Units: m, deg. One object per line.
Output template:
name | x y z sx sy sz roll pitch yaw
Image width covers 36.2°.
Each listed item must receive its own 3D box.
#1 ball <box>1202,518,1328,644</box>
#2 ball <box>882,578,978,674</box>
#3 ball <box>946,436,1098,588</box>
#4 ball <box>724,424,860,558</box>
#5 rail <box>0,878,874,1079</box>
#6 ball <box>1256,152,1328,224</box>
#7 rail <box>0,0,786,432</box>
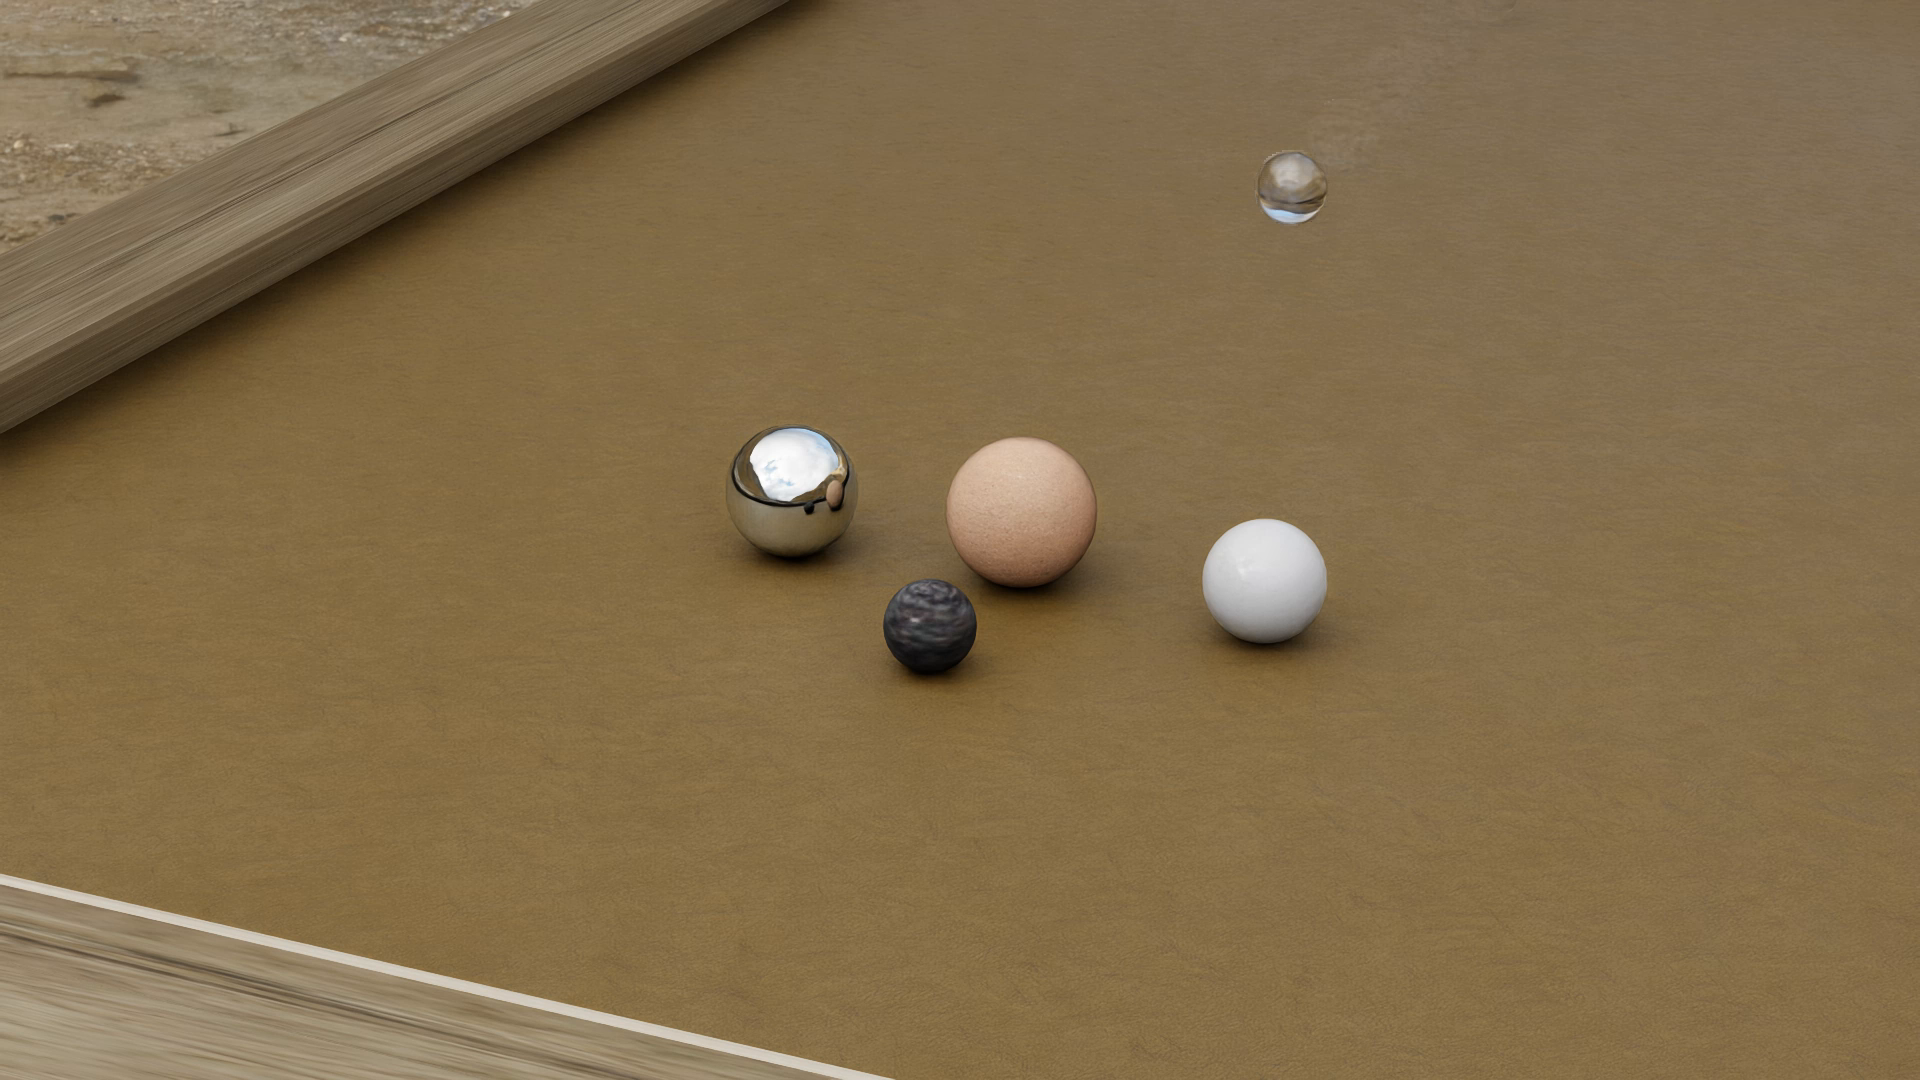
ball | 0.192 0.026 1.853 0.079 0.079 0.079 0 24 0
ball | -0.019 0.053 1.819 0.058 0.058 0.058 0 24 0
ball | 0.040 -0.018 1.926 0.100 0.100 0.100 0 24 0
ball | -0.113 -0.033 1.970 0.090 0.090 0.090 0 24 0
rail | -0.246 0.235 1.328 1.534 0.129 0.045 9 26 20
ball | 0.296 -0.314 2.622 0.064 0.064 0.064 0 24 0
rail | -0.437 -0.402 2.735 0.045 0.129 2.782 9 26 20
